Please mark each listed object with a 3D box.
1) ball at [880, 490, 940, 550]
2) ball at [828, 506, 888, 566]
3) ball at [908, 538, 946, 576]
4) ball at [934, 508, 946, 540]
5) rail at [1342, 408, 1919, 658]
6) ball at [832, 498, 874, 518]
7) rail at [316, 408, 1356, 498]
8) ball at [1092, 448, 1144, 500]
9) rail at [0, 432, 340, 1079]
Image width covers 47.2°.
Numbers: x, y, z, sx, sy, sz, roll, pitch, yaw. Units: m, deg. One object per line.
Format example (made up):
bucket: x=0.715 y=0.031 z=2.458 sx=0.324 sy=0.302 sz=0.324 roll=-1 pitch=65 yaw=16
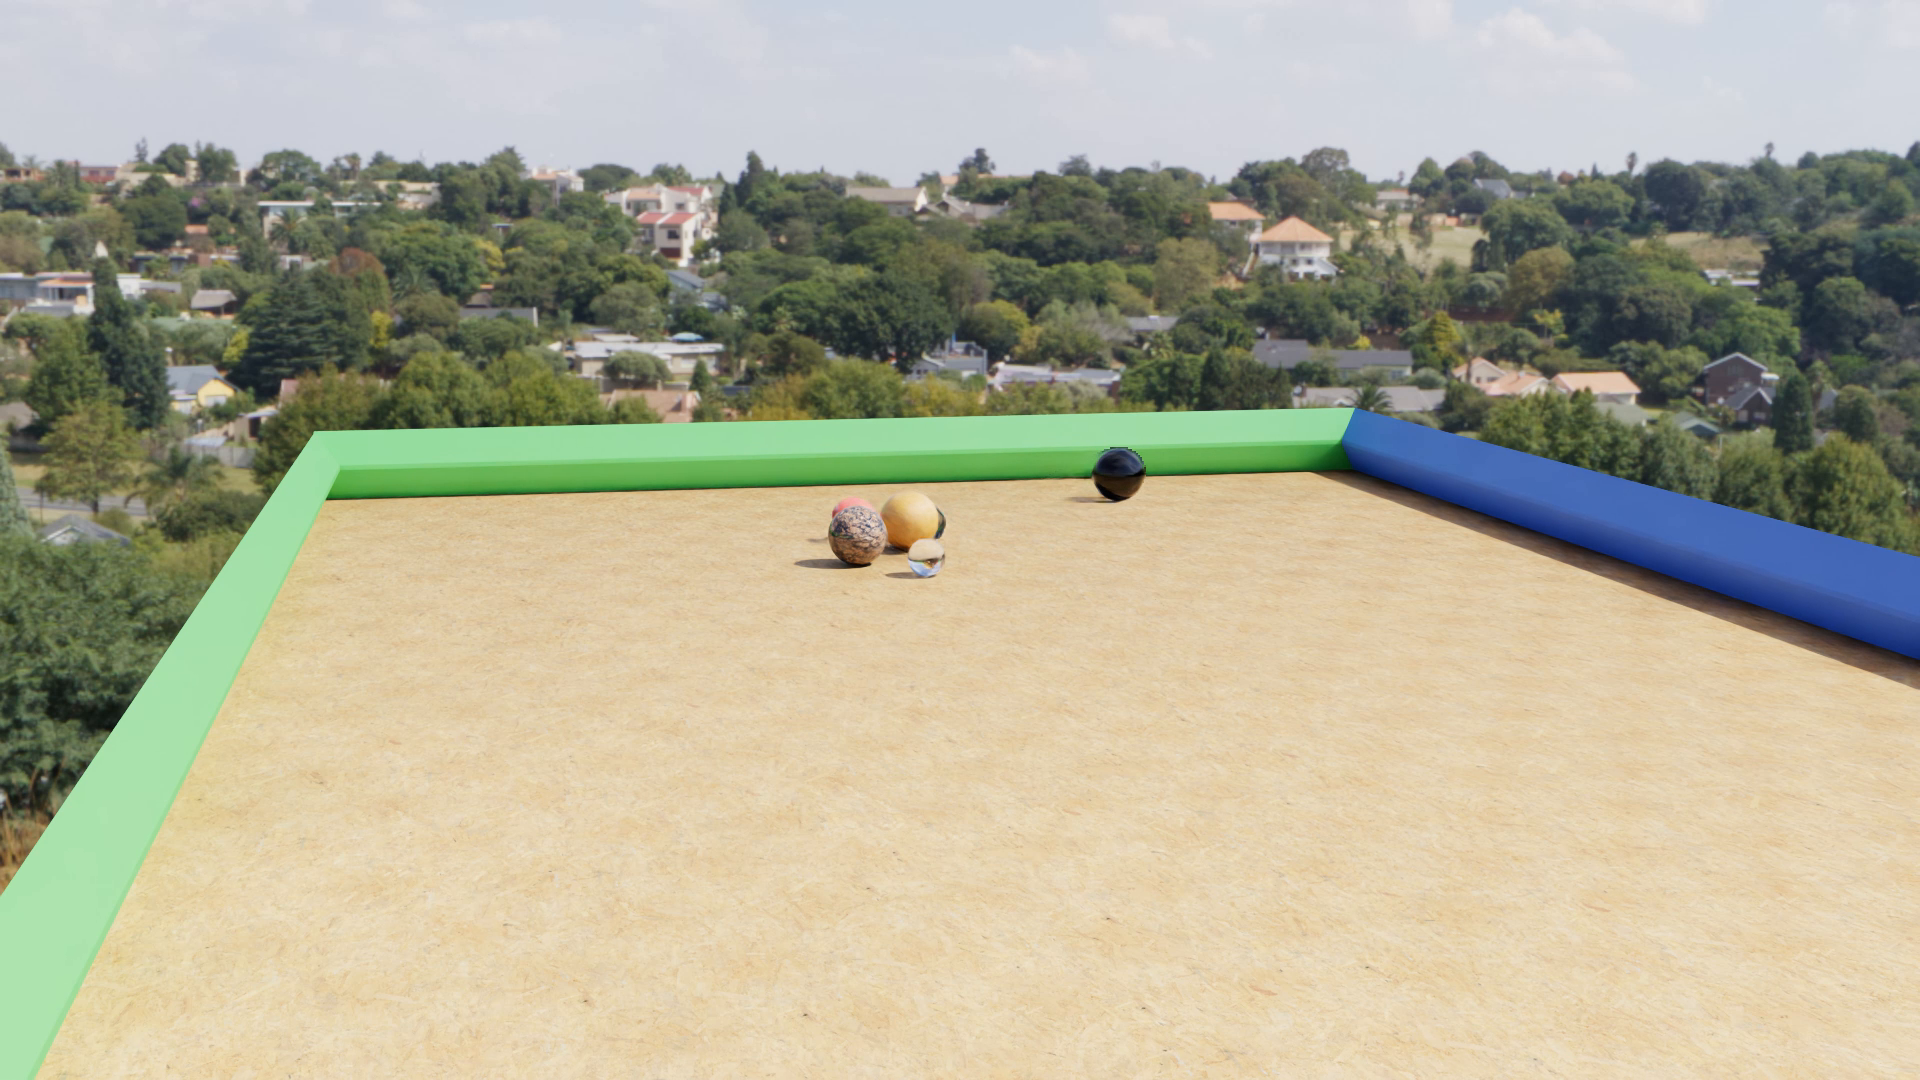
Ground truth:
ball: x=-0.080 y=-0.030 z=3.446 sx=0.094 sy=0.094 sz=0.094 roll=0 pitch=9 yaw=0
ball: x=-0.154 y=-0.007 z=3.314 sx=0.090 sy=0.090 sz=0.090 roll=0 pitch=9 yaw=0
ball: x=-0.049 y=0.025 z=3.222 sx=0.057 sy=0.057 sz=0.057 roll=0 pitch=9 yaw=0
ball: x=-0.053 y=-0.027 z=3.523 sx=0.061 sy=0.061 sz=0.061 roll=0 pitch=9 yaw=0
rail: x=1.147 y=0.088 z=2.635 sx=0.045 sy=0.122 sz=3.654 roll=-2 pitch=10 yaw=-12
ball: x=-0.170 y=-0.032 z=3.524 sx=0.072 sy=0.072 sz=0.072 roll=0 pitch=9 yaw=0
rail: x=-0.185 y=-0.166 z=4.175 sx=2.004 sy=0.122 sz=0.045 roll=-2 pitch=10 yaw=-12
ball: x=0.286 y=-0.118 z=3.979 sx=0.094 sy=0.094 sz=0.094 roll=0 pitch=9 yaw=0
rail: x=-0.767 y=0.154 z=2.234 sx=0.045 sy=0.122 sz=3.654 roll=-2 pitch=10 yaw=-12
